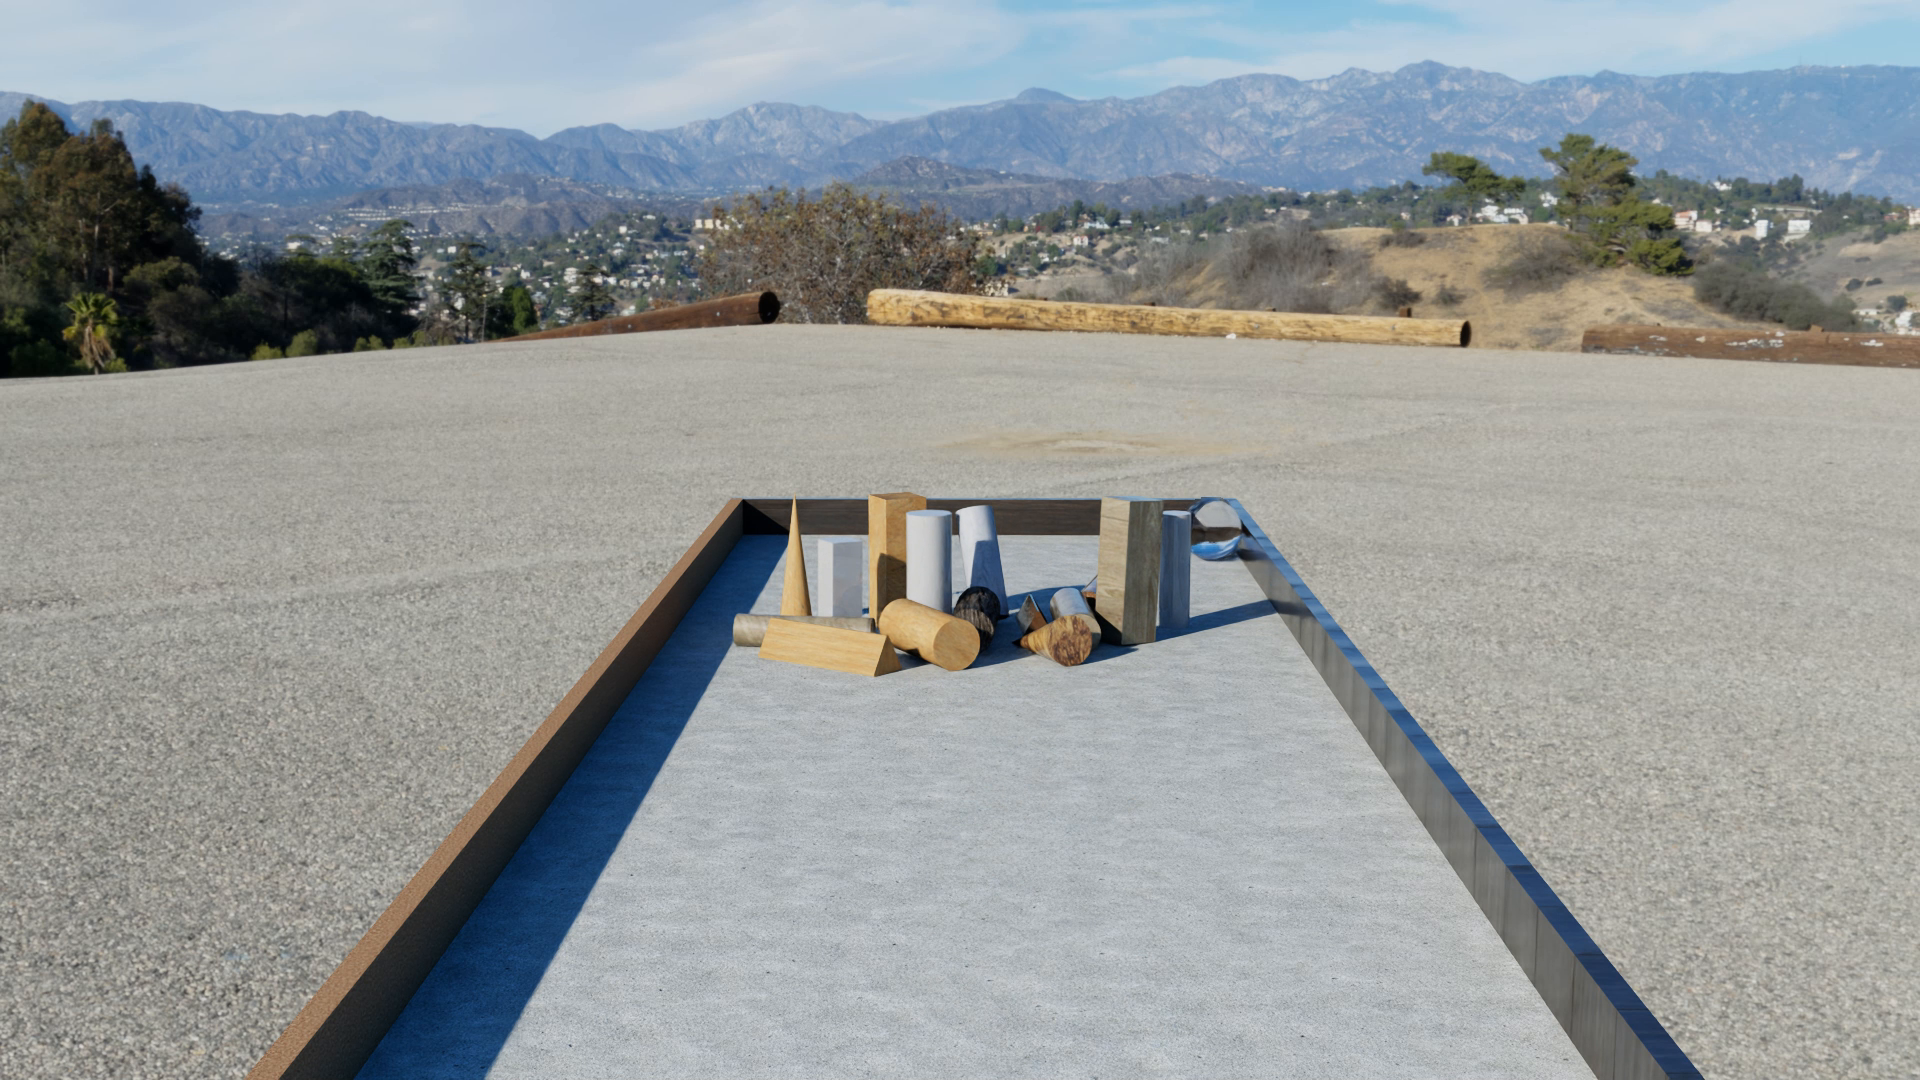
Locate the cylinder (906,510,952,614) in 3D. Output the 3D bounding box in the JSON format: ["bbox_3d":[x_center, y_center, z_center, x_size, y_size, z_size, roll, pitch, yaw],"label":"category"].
[{"bbox_3d":[-0.097,0.118,6.953,0.144,0.411,0.144,0,9,0],"label":"cylinder"}]

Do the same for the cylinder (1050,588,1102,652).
[{"bbox_3d":[0.364,0.255,6.993,0.128,0.128,0.459,0,9,-2],"label":"cylinder"}]

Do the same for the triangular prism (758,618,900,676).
[{"bbox_3d":[-0.396,0.316,6.641,0.458,0.112,0.129,7,11,37],"label":"triangular prism"}]

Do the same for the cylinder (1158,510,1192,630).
[{"bbox_3d":[0.703,0.097,7.195,0.101,0.376,0.101,0,9,0],"label":"cylinder"}]

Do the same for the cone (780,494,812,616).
[{"bbox_3d":[-0.540,0.058,7.218,0.113,0.447,0.113,0,9,0],"label":"cone"}]

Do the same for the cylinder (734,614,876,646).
[{"bbox_3d":[-0.485,0.287,6.877,0.434,0.100,0.100,1,9,9],"label":"cylinder"}]

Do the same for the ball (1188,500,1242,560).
[{"bbox_3d":[0.973,-0.041,8.513,0.235,0.235,0.235,0,9,0],"label":"ball"}]

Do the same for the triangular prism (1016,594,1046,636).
[{"bbox_3d":[0.242,0.243,7.196,0.095,0.083,0.316,-1,9,-3],"label":"triangular prism"}]

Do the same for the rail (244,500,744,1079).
[{"bbox_3d":[-1.004,0.839,3.234,0.050,0.150,12.000,0,9,1],"label":"rail"}]

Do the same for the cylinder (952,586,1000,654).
[{"bbox_3d":[0.046,0.252,6.958,0.144,0.144,0.397,1,9,4],"label":"cylinder"}]

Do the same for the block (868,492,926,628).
[{"bbox_3d":[-0.204,0.070,7.191,0.142,0.431,0.142,-4,10,-25],"label":"block"}]

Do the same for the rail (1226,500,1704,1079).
[{"bbox_3d":[1.046,0.843,3.208,0.050,0.150,12.000,0,9,1],"label":"rail"}]

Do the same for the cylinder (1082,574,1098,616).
[{"bbox_3d":[0.466,0.191,7.480,0.102,0.102,0.396,2,9,12],"label":"cylinder"}]

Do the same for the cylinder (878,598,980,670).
[{"bbox_3d":[-0.096,0.286,6.702,0.157,0.157,0.378,-5,10,-27],"label":"cylinder"}]

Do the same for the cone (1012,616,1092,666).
[{"bbox_3d":[0.246,0.314,6.787,0.154,0.154,0.385,-4,-1,-26],"label":"cone"}]

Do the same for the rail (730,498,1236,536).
[{"bbox_3d":[0.099,-0.098,9.147,2.100,0.150,0.050,0,9,1],"label":"rail"}]

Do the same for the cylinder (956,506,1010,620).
[{"bbox_3d":[0.073,0.080,7.260,0.125,0.369,0.125,-8,-11,-2],"label":"cylinder"}]

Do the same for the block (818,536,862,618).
[{"bbox_3d":[-0.380,0.159,6.967,0.104,0.323,0.104,-4,10,-30],"label":"block"}]

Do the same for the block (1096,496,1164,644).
[{"bbox_3d":[0.533,0.093,6.952,0.138,0.452,0.138,-2,9,-35],"label":"block"}]
